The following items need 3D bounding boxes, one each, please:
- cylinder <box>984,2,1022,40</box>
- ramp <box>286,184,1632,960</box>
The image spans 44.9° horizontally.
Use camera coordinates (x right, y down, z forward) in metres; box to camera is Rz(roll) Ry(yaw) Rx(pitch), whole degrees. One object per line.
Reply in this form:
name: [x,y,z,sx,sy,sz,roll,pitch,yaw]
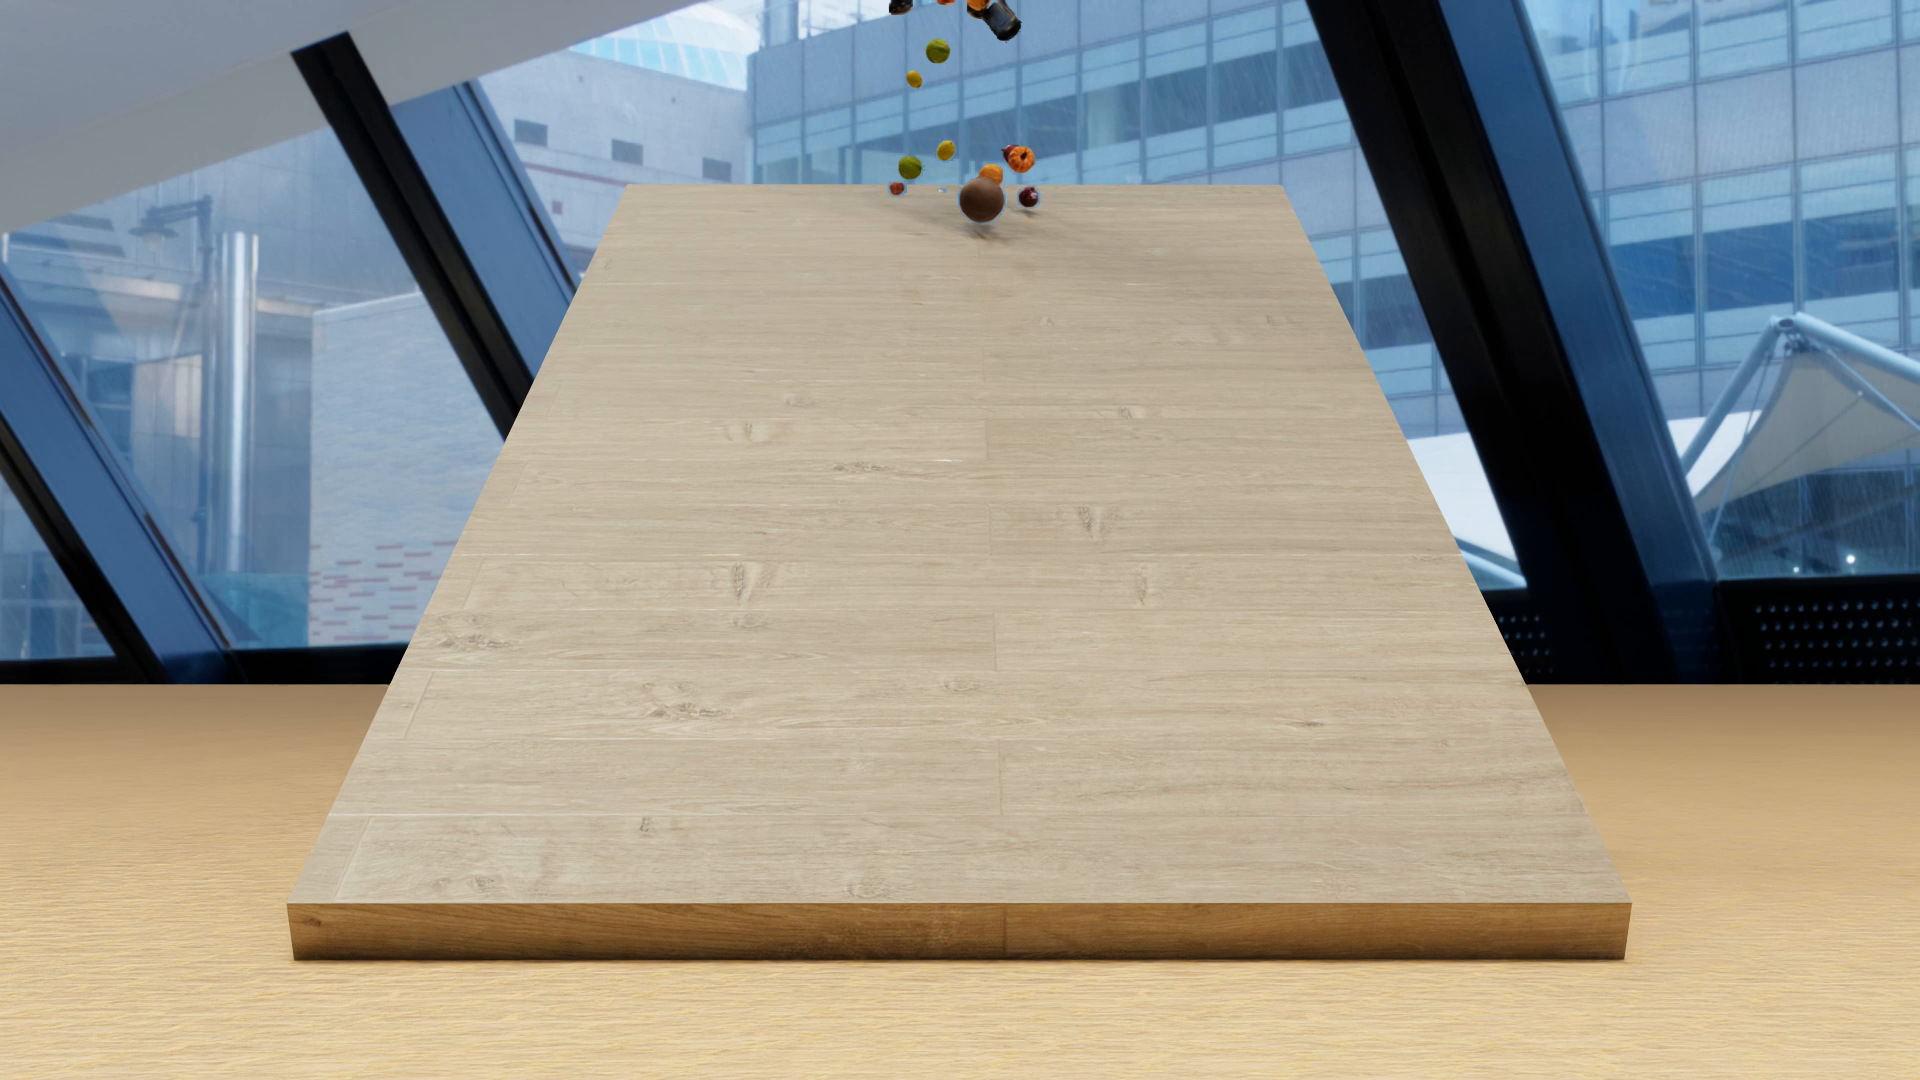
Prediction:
cylinder: [0.119,-1.471,6.590,0.078,0.078,0.078,-28,-24,-14]
ramp: [-0.008,-0.228,5.304,2.000,0.100,4.000,0,24,0]
